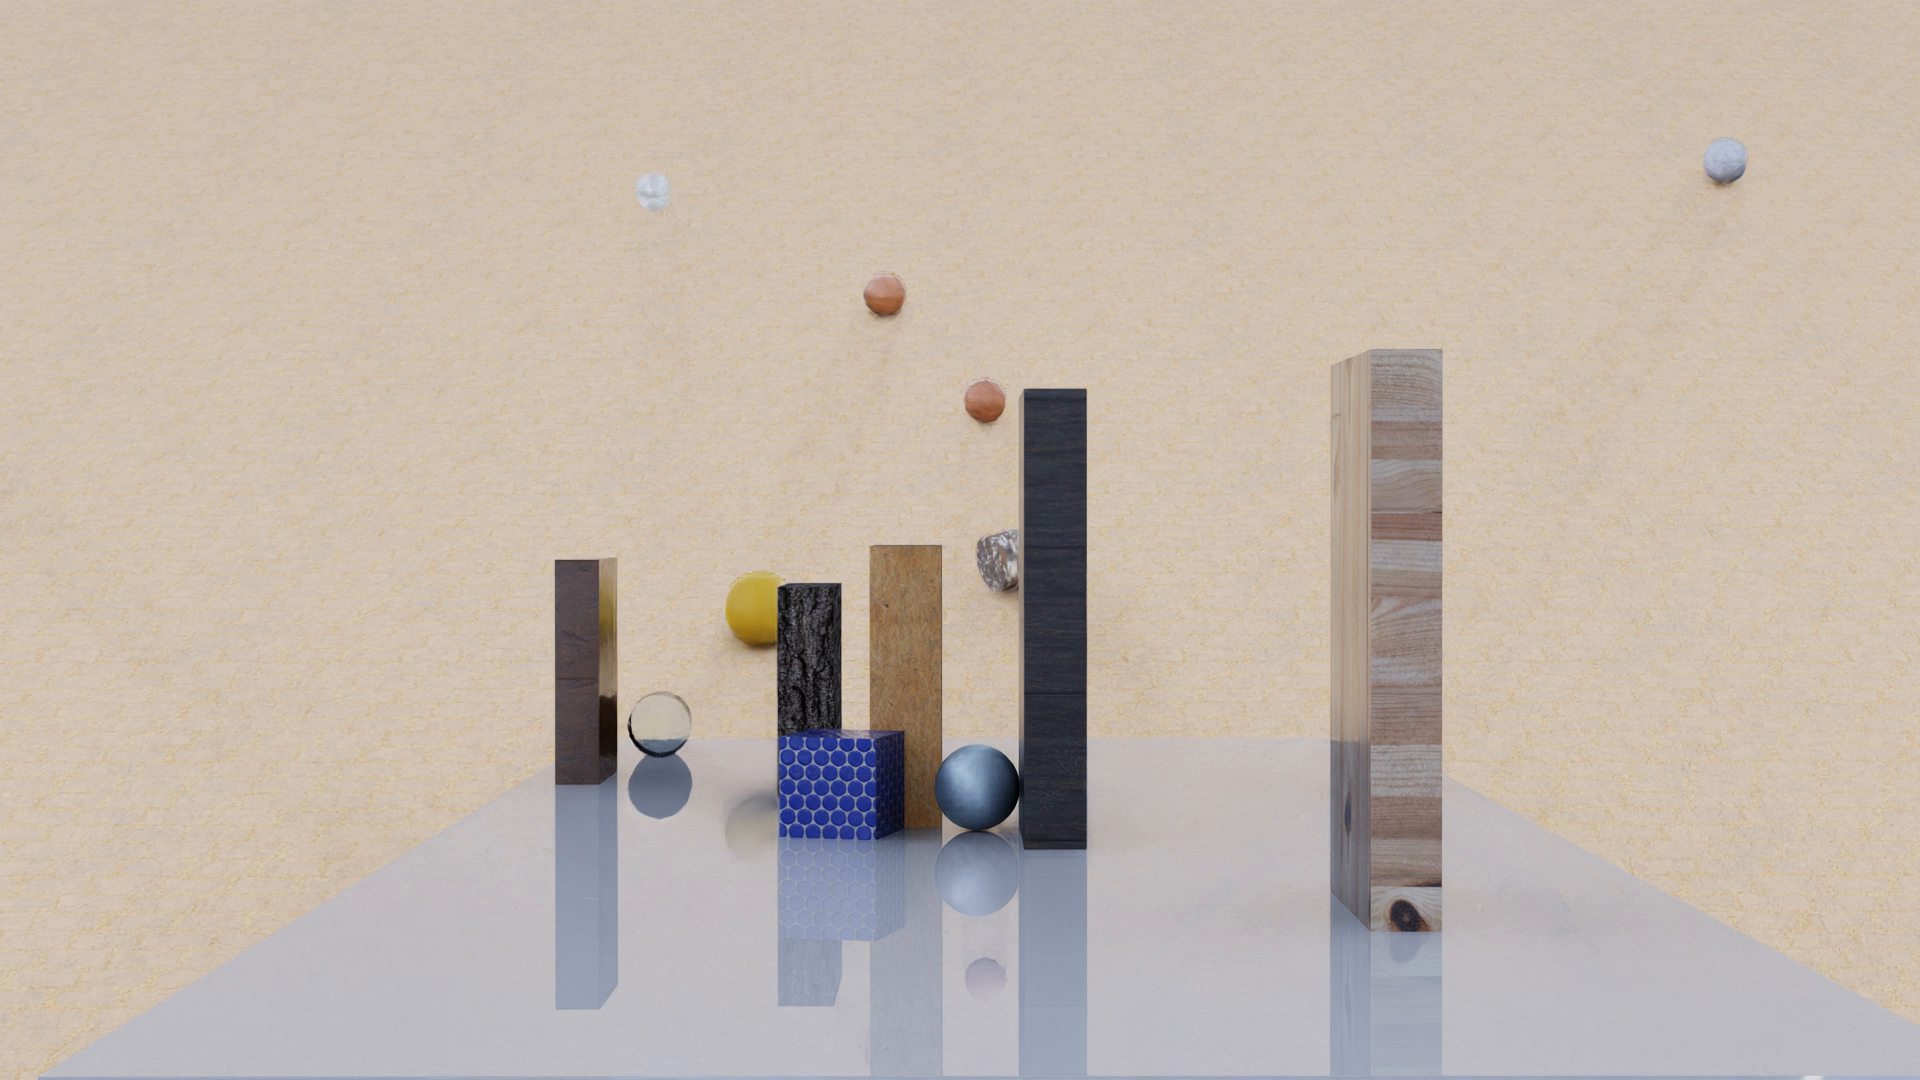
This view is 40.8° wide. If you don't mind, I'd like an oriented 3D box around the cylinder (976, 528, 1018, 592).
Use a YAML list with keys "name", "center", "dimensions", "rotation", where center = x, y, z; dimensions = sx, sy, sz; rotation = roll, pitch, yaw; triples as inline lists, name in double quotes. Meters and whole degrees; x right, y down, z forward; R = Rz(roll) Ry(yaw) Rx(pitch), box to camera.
- name: "cylinder"
  center: [0.158, 0.052, 7.473]
  dimensions: [0.162, 0.162, 0.162]
  rotation: [-15, 32, -26]

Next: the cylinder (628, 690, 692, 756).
- name: "cylinder"
  center: [-0.716, 0.439, 6.181]
  dimensions: [0.147, 0.147, 0.147]
  rotation: [-2, 1, -4]

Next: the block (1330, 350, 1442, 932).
- name: "block"
  center: [0.609, 0.136, 3.717]
  dimensions: [0.097, 0.795, 0.383]
  rotation: [0, 1, 0]

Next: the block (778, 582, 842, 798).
- name: "block"
  center: [-0.313, 0.306, 5.410]
  dimensions: [0.114, 0.424, 0.363]
  rotation: [0, 1, 0]

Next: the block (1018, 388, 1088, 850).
- name: "block"
  center: [0.162, 0.133, 4.595]
  dimensions: [0.107, 0.785, 0.396]
  rotation: [0, 1, 0]

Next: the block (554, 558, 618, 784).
- name: "block"
  center: [-0.811, 0.278, 5.616]
  dimensions: [0.094, 0.477, 0.293]
  rotation: [0, 1, 0]

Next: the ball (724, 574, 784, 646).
- name: "ball"
  center: [-0.555, 0.193, 7.174]
  dimensions: [0.199, 0.199, 0.199]
  rotation: [0, 29, 0]

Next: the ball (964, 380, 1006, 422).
- name: "ball"
  center: [0.082, -0.452, 8.425]
  dimensions: [0.138, 0.138, 0.138]
  rotation: [0, 29, 0]

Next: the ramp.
- name: "ramp"
  center: [0.064, 0.575, 4.619]
  dimensions: [2.000, 0.100, 4.000]
  rotation: [0, 1, 0]

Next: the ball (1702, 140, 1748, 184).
- name: "ball"
  center: [3.063, -1.516, 10.348]
  dimensions: [0.173, 0.173, 0.173]
  rotation: [0, 29, 0]

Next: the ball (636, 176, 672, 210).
- name: "ball"
  center: [-1.196, -1.355, 10.090]
  dimensions: [0.137, 0.137, 0.137]
  rotation: [0, 29, 0]

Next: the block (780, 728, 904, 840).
- name: "block"
  center: [-0.210, 0.436, 4.637]
  dimensions: [0.178, 0.178, 0.178]
  rotation: [0, 1, 15]

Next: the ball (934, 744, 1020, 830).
- name: "ball"
  center: [0.031, 0.447, 4.675]
  dimensions: [0.155, 0.155, 0.155]
  rotation: [0, 29, 0]

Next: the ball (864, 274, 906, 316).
- name: "ball"
  center: [-0.268, -0.871, 9.188]
  dimensions: [0.148, 0.148, 0.148]
  rotation: [0, 29, 0]

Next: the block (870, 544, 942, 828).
- name: "block"
  center: [-0.100, 0.267, 4.850]
  dimensions: [0.131, 0.513, 0.270]
  rotation: [0, 1, 0]
